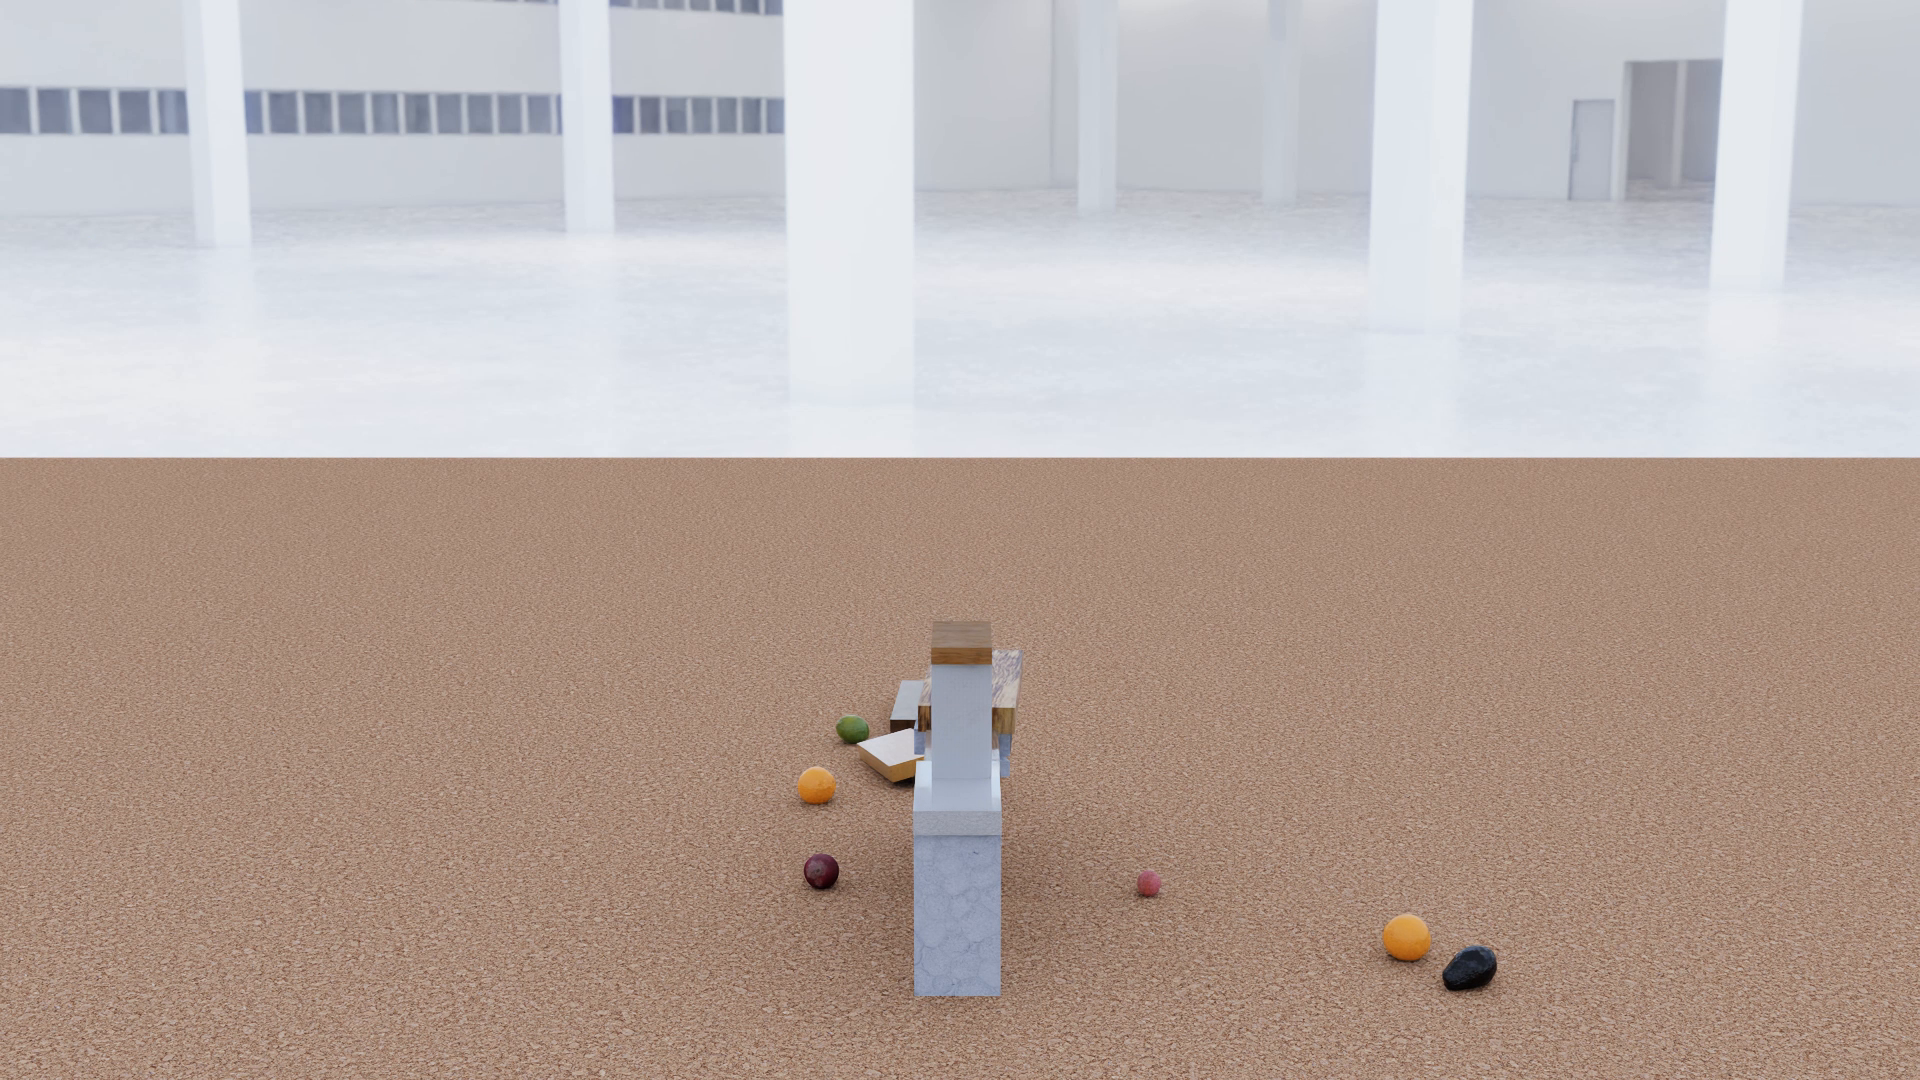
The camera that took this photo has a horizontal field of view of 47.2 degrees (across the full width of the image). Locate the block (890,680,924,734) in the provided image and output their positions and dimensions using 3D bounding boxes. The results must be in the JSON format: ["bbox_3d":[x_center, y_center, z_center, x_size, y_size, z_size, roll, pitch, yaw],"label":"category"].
[{"bbox_3d":[-0.057,0.367,4.746,0.162,0.046,0.331,1,11,3],"label":"block"}]

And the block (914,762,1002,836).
[{"bbox_3d":[-0.004,0.384,3.287,0.127,0.036,0.255,0,11,0],"label":"block"}]

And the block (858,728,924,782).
[{"bbox_3d":[-0.115,0.425,4.362,0.116,0.033,0.232,-15,10,-16],"label":"block"}]

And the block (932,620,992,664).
[{"bbox_3d":[0.003,0.156,3.353,0.090,0.026,0.181,0,11,0],"label":"block"}]

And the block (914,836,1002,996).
[{"bbox_3d":[-0.004,0.542,3.230,0.127,0.255,0.036,0,11,0],"label":"block"}]

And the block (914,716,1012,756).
[{"bbox_3d":[0.012,0.300,3.843,0.162,0.046,0.323,1,14,3],"label":"block"}]

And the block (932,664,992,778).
[{"bbox_3d":[0.002,0.268,3.313,0.090,0.181,0.026,0,11,0],"label":"block"}]

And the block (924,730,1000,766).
[{"bbox_3d":[0.003,0.354,3.537,0.120,0.034,0.239,0,11,0],"label":"block"}]

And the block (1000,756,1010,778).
[{"bbox_3d":[0.014,0.366,3.743,0.095,0.027,0.191,-2,11,-13],"label":"block"}]

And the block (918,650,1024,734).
[{"bbox_3d":[0.022,0.259,3.817,0.162,0.046,0.323,1,14,4],"label":"block"}]
